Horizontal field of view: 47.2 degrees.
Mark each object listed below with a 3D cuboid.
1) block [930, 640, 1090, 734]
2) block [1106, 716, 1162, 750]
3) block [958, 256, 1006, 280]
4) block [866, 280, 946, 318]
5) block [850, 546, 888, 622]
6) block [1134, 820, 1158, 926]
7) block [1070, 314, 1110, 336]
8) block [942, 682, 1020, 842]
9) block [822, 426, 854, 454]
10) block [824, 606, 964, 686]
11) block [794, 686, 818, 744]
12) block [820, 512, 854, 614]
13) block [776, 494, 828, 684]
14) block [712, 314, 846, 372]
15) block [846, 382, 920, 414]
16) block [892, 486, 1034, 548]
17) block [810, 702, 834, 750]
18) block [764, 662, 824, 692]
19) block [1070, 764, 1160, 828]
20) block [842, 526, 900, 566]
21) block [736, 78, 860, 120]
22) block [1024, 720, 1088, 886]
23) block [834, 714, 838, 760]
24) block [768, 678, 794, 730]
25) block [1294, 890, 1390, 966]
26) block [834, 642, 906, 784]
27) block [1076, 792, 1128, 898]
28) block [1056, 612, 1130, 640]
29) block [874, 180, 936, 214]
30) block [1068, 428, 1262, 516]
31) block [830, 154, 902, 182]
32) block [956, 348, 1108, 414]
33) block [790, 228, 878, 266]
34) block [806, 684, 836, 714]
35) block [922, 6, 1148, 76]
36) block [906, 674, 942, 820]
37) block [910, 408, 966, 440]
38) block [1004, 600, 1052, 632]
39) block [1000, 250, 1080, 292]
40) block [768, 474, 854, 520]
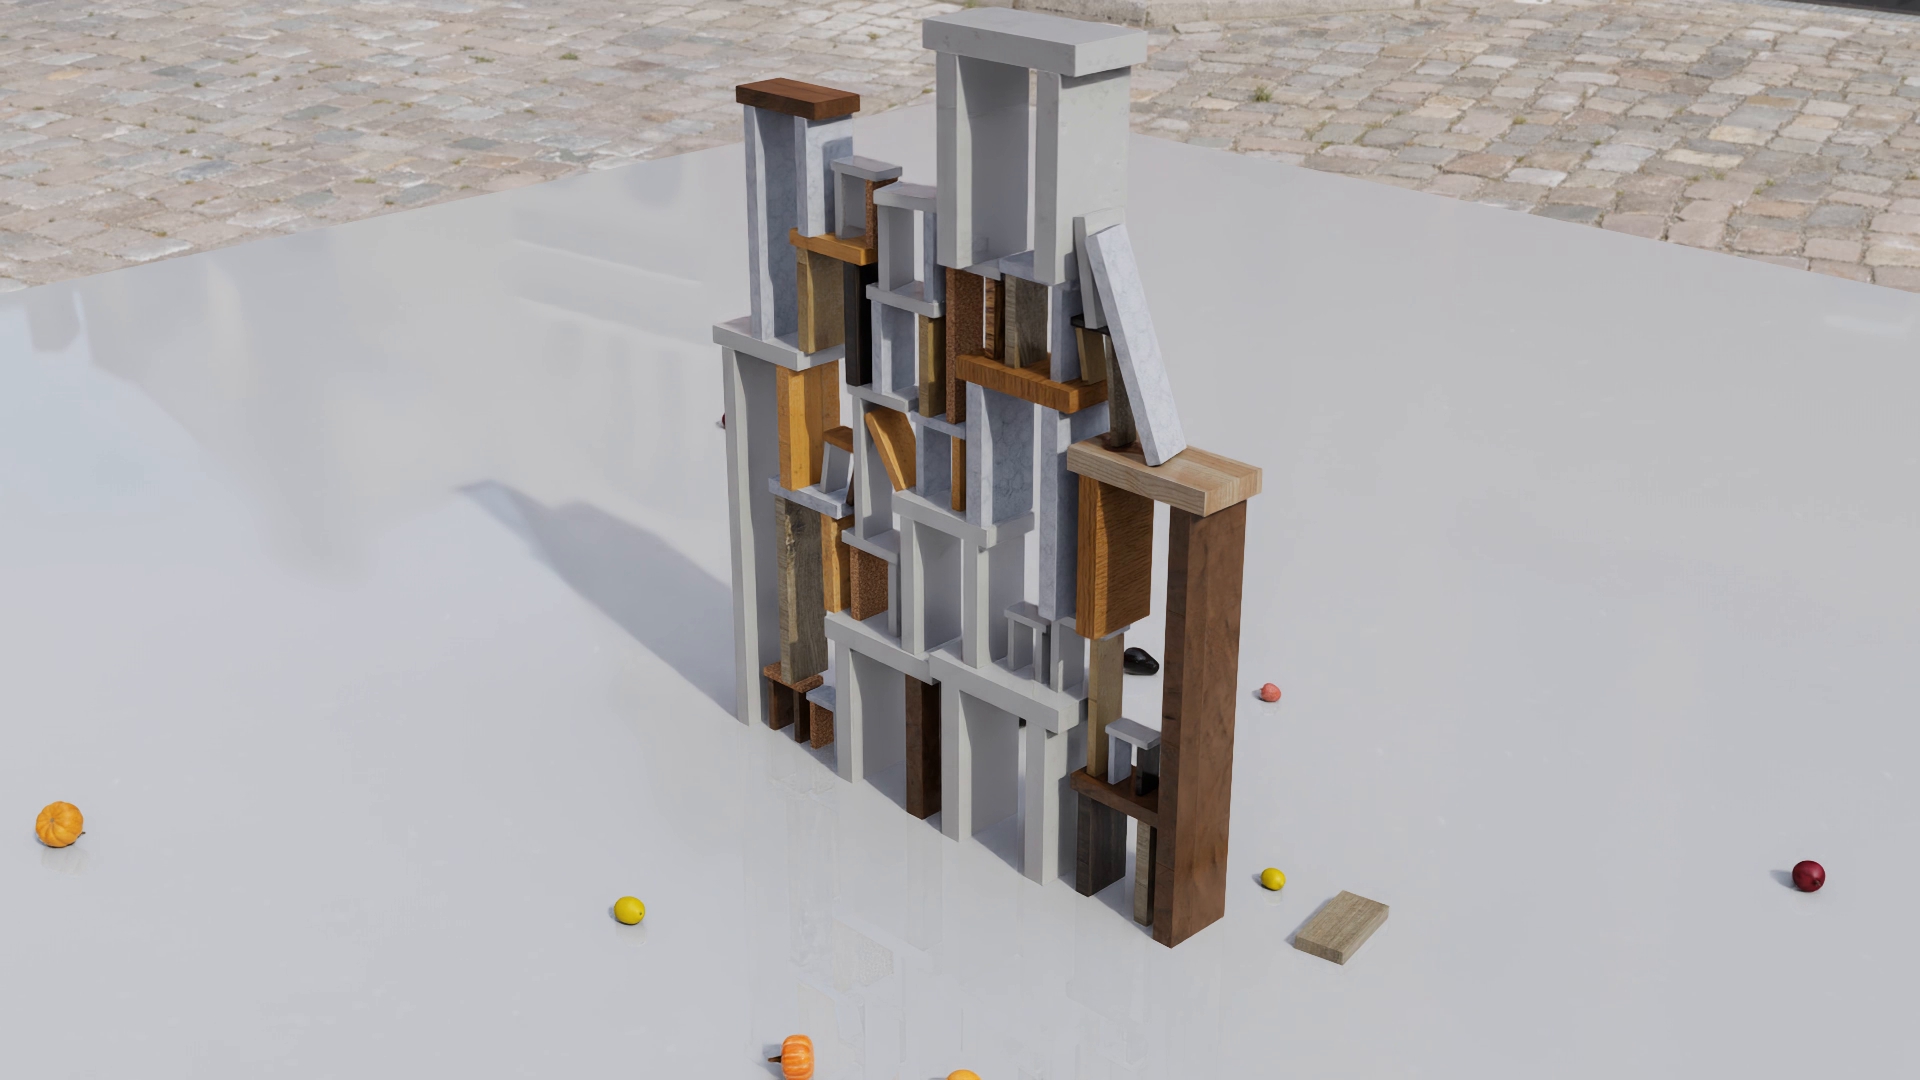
[{"bbox_3d":[0.121,0.265,4.205,0.339,0.048,0.170,21,31,41],"label":"block"},{"bbox_3d":[0.320,0.354,4.022,0.100,0.014,0.050,21,31,40],"label":"block"},{"bbox_3d":[0.045,-0.501,3.967,0.076,0.022,0.152,-21,31,-40],"label":"block"},{"bbox_3d":[-0.080,-0.456,4.116,0.182,0.026,0.091,21,31,40],"label":"block"},{"bbox_3d":[-0.183,0.074,4.459,0.083,0.166,0.023,-21,31,-41],"label":"block"},{"bbox_3d":[0.372,0.598,4.074,0.031,0.216,0.108,21,31,40],"label":"block"},{"bbox_3d":[0.246,-0.373,3.803,0.102,0.014,0.051,21,31,40],"label":"block"},{"bbox_3d":[0.041,0.413,4.354,0.048,0.339,0.170,21,31,41],"label":"block"},{"bbox_3d":[-0.214,-0.197,4.379,0.058,0.016,0.115,-21,35,-41],"label":"block"},{"bbox_3d":[-0.110,0.198,4.434,0.313,0.044,0.157,21,31,41],"label":"block"},{"bbox_3d":[-0.328,0.370,4.730,0.062,0.124,0.018,-21,31,-41],"label":"block"},{"bbox_3d":[-0.231,0.033,4.496,0.030,0.212,0.106,20,30,41],"label":"block"},{"bbox_3d":[-0.332,0.092,4.632,0.106,0.428,0.030,-21,31,-40],"label":"block"},{"bbox_3d":[-0.367,-0.404,4.456,0.131,0.037,0.263,-21,31,-41],"label":"block"},{"bbox_3d":[-0.133,-0.284,4.239,0.163,0.023,0.081,21,31,40],"label":"block"},{"bbox_3d":[0.004,-0.054,4.191,0.129,0.036,0.257,-21,31,-40],"label":"block"},{"bbox_3d":[-0.294,0.387,4.706,0.016,0.112,0.056,21,31,41],"label":"block"},{"bbox_3d":[-0.359,0.292,4.732,0.124,0.018,0.062,21,31,41],"label":"block"},{"bbox_3d":[0.321,0.465,4.073,0.216,0.031,0.108,21,31,40],"label":"block"},{"bbox_3d":[-0.150,0.004,4.381,0.083,0.023,0.166,-20,30,-39],"label":"block"},{"bbox_3d":[-0.311,-0.843,4.198,0.229,0.032,0.114,21,31,41],"label":"block"},{"bbox_3d":[0.201,0.475,4.207,0.048,0.339,0.170,21,31,41],"label":"block"},{"bbox_3d":[-0.242,0.408,4.657,0.016,0.112,0.056,21,31,41],"label":"block"},{"bbox_3d":[-0.386,0.347,4.784,0.018,0.124,0.062,21,31,41],"label":"block"},{"bbox_3d":[0.704,0.712,4.048,0.095,0.027,0.191,15,27,32],"label":"block"},{"bbox_3d":[-0.184,0.334,4.572,0.044,0.313,0.157,21,31,41],"label":"block"},{"bbox_3d":[0.270,0.559,4.168,0.031,0.216,0.108,21,31,40],"label":"block"},{"bbox_3d":[0.235,0.144,4.036,0.144,0.020,0.072,21,31,41],"label":"block"},{"bbox_3d":[-0.063,-0.624,4.010,0.171,0.024,0.086,13,27,29],"label":"block"},{"bbox_3d":[0.351,-0.122,3.792,0.154,0.044,0.308,-21,31,-41],"label":"block"},{"bbox_3d":[-0.175,-0.697,4.123,0.065,0.018,0.131,-20,30,-39],"label":"block"},{"bbox_3d":[0.140,-0.295,3.949,0.278,0.039,0.139,21,31,40],"label":"block"},{"bbox_3d":[-0.220,-0.573,4.226,0.106,0.030,0.211,-20,30,-39],"label":"block"},{"bbox_3d":[-0.268,0.339,4.657,0.112,0.016,0.056,21,31,41],"label":"block"},{"bbox_3d":[0.124,-0.848,3.728,0.178,0.050,0.356,-21,31,-40],"label":"block"},{"bbox_3d":[-0.037,0.392,4.435,0.044,0.313,0.157,21,31,40],"label":"block"},{"bbox_3d":[-0.016,-0.225,4.143,0.074,0.021,0.148,-21,31,-40],"label":"block"},{"bbox_3d":[0.141,0.144,4.134,0.054,0.015,0.108,-21,31,-41],"label":"block"},{"bbox_3d":[0.159,-0.472,3.849,0.085,0.024,0.170,-21,31,-40],"label":"block"},{"bbox_3d":[-0.282,-0.099,4.497,0.106,0.030,0.212,-21,31,-40],"label":"block"}]
